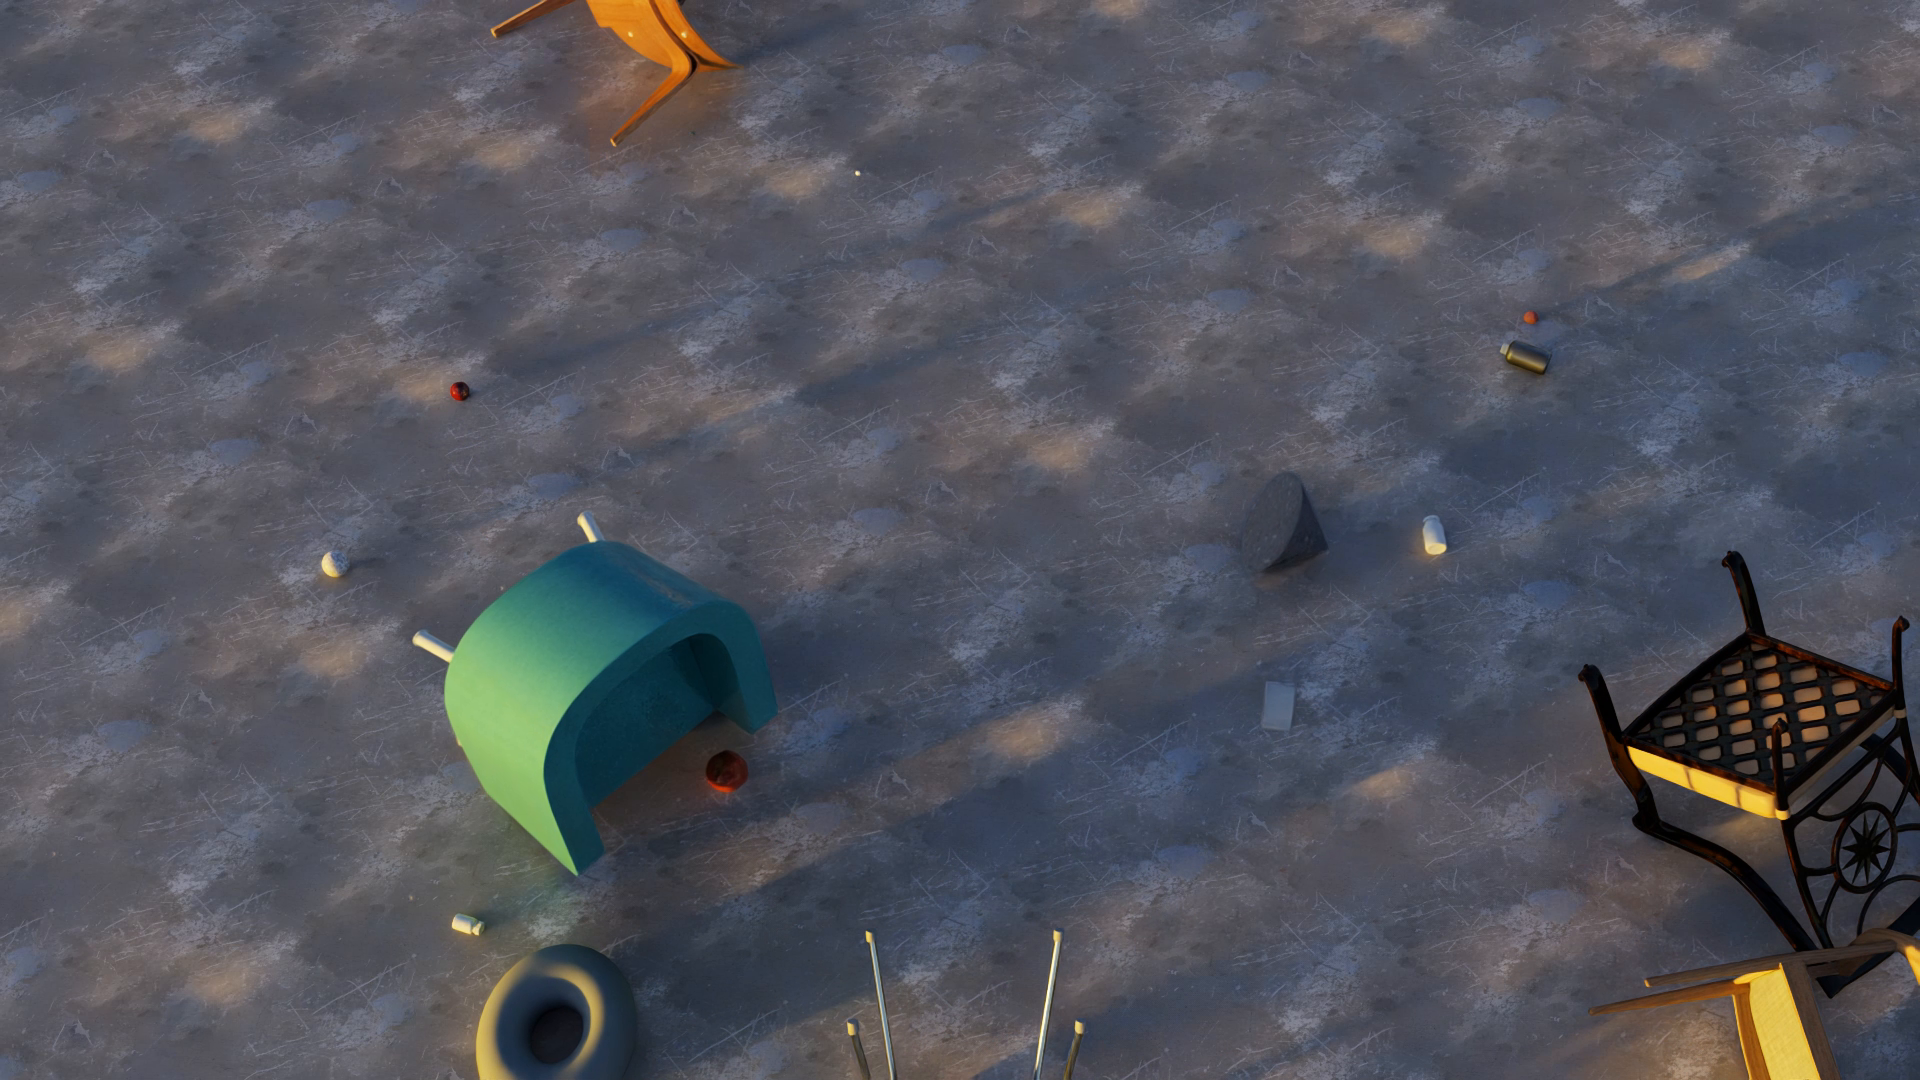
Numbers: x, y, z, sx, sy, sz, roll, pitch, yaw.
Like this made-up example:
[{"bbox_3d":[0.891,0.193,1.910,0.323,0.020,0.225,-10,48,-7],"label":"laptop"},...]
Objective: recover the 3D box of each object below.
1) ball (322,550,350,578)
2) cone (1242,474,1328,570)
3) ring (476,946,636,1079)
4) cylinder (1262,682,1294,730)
[{"bbox_3d":[-1.839,0.070,6.479,0.080,0.080,0.080,0,56,0],"label":"ball"},{"bbox_3d":[1.008,-0.012,6.511,0.219,0.273,0.314,24,70,-23],"label":"cone"},{"bbox_3d":[-1.031,1.266,5.626,0.405,0.165,0.484,5,57,5],"label":"ring"},{"bbox_3d":[0.896,0.467,6.195,0.078,0.086,0.133,6,97,4],"label":"cylinder"}]
